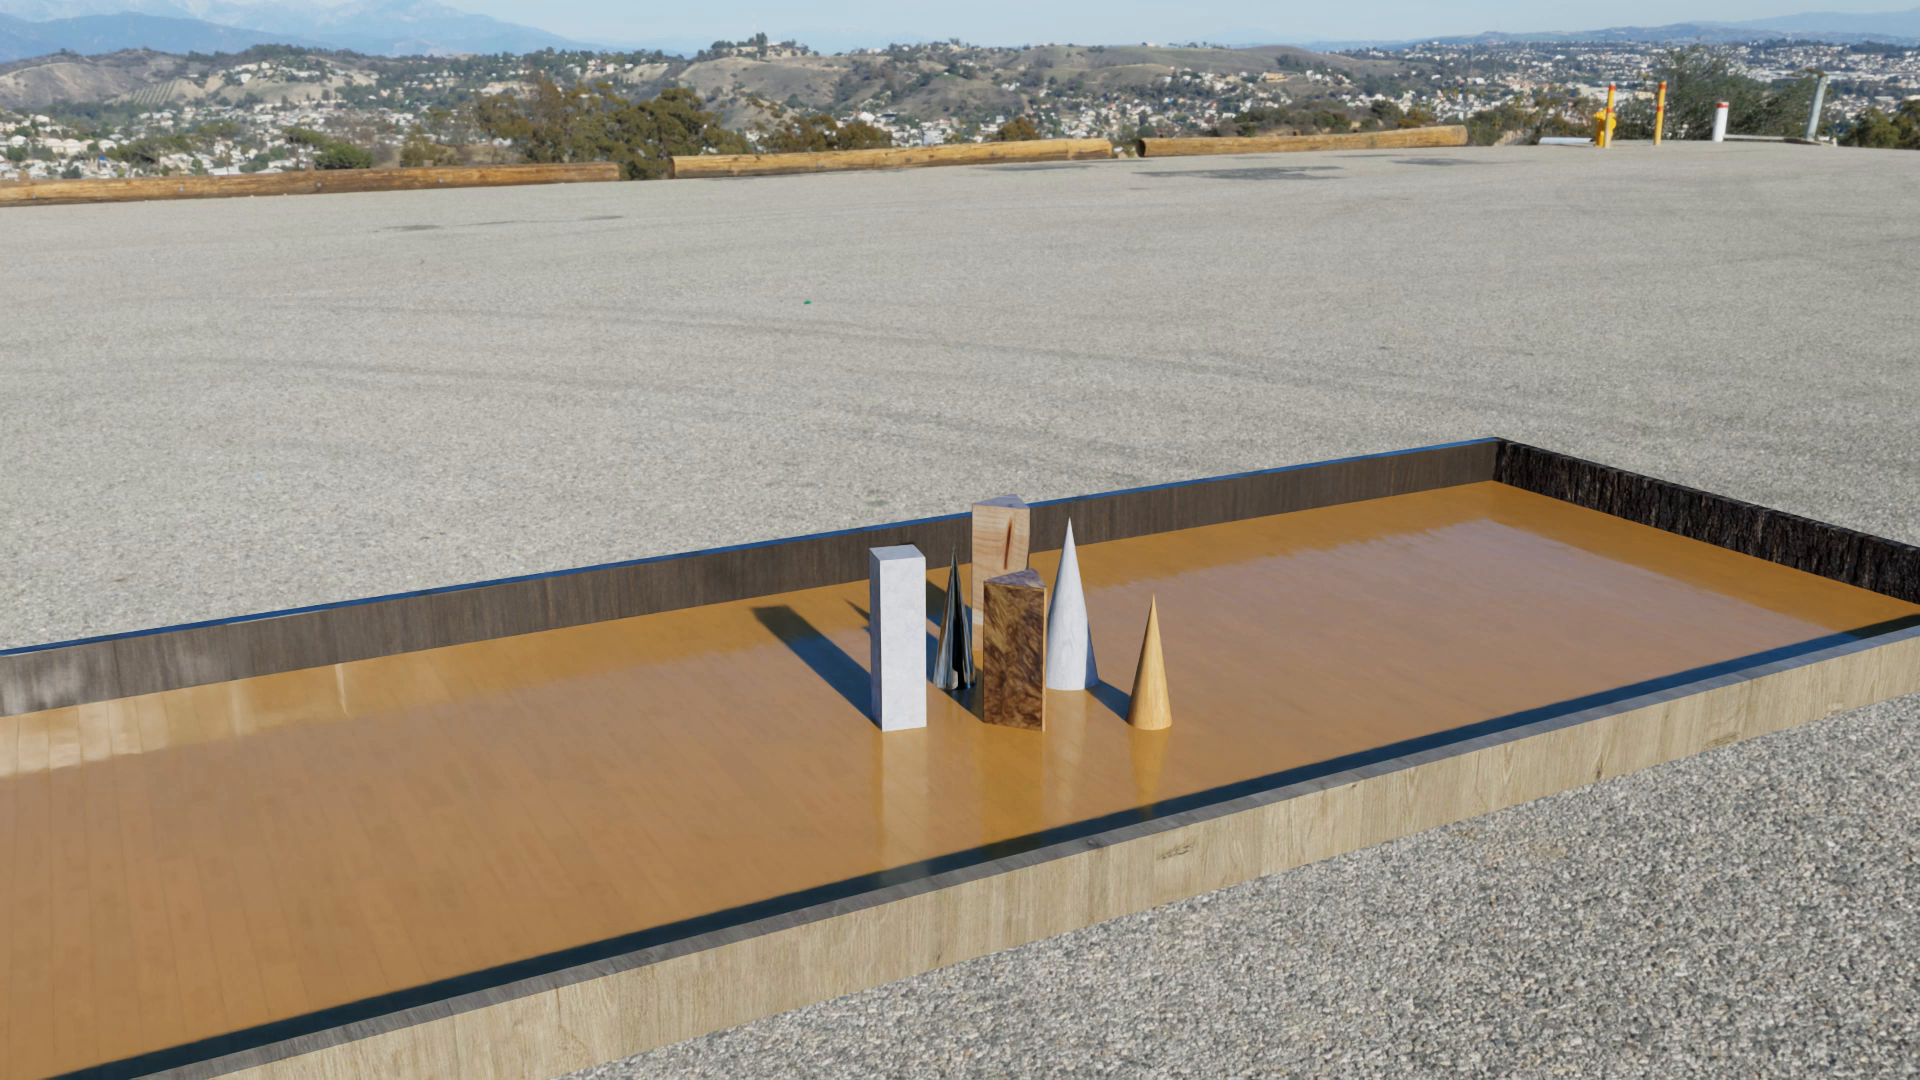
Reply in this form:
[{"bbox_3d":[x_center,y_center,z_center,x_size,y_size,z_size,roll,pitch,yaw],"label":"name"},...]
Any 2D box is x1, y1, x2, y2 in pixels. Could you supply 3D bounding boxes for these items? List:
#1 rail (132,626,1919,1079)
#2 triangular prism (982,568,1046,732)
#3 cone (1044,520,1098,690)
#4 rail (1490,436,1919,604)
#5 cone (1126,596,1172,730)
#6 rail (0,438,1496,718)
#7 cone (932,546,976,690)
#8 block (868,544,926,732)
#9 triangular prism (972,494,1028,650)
[{"bbox_3d":[-2.336,1.006,1.665,12.000,0.150,0.050,-9,18,-27],"label":"rail"},{"bbox_3d":[0.149,0.252,3.875,0.152,0.350,0.131,6,18,21],"label":"triangular prism"},{"bbox_3d":[0.269,0.146,4.105,0.161,0.425,0.161,0,16,0],"label":"cone"},{"bbox_3d":[2.466,-0.048,5.253,0.050,0.150,2.100,-9,18,-27],"label":"rail"},{"bbox_3d":[0.448,0.275,3.857,0.111,0.317,0.111,0,16,0],"label":"cone"},{"bbox_3d":[-3.305,0.497,3.399,12.000,0.150,0.050,-9,18,-27],"label":"rail"},{"bbox_3d":[-0.013,0.183,4.092,0.113,0.361,0.113,0,16,0],"label":"cone"},{"bbox_3d":[-0.145,0.228,3.842,0.106,0.415,0.106,-5,17,-16],"label":"block"},{"bbox_3d":[0.123,0.087,4.351,0.153,0.399,0.132,5,17,17],"label":"triangular prism"}]
